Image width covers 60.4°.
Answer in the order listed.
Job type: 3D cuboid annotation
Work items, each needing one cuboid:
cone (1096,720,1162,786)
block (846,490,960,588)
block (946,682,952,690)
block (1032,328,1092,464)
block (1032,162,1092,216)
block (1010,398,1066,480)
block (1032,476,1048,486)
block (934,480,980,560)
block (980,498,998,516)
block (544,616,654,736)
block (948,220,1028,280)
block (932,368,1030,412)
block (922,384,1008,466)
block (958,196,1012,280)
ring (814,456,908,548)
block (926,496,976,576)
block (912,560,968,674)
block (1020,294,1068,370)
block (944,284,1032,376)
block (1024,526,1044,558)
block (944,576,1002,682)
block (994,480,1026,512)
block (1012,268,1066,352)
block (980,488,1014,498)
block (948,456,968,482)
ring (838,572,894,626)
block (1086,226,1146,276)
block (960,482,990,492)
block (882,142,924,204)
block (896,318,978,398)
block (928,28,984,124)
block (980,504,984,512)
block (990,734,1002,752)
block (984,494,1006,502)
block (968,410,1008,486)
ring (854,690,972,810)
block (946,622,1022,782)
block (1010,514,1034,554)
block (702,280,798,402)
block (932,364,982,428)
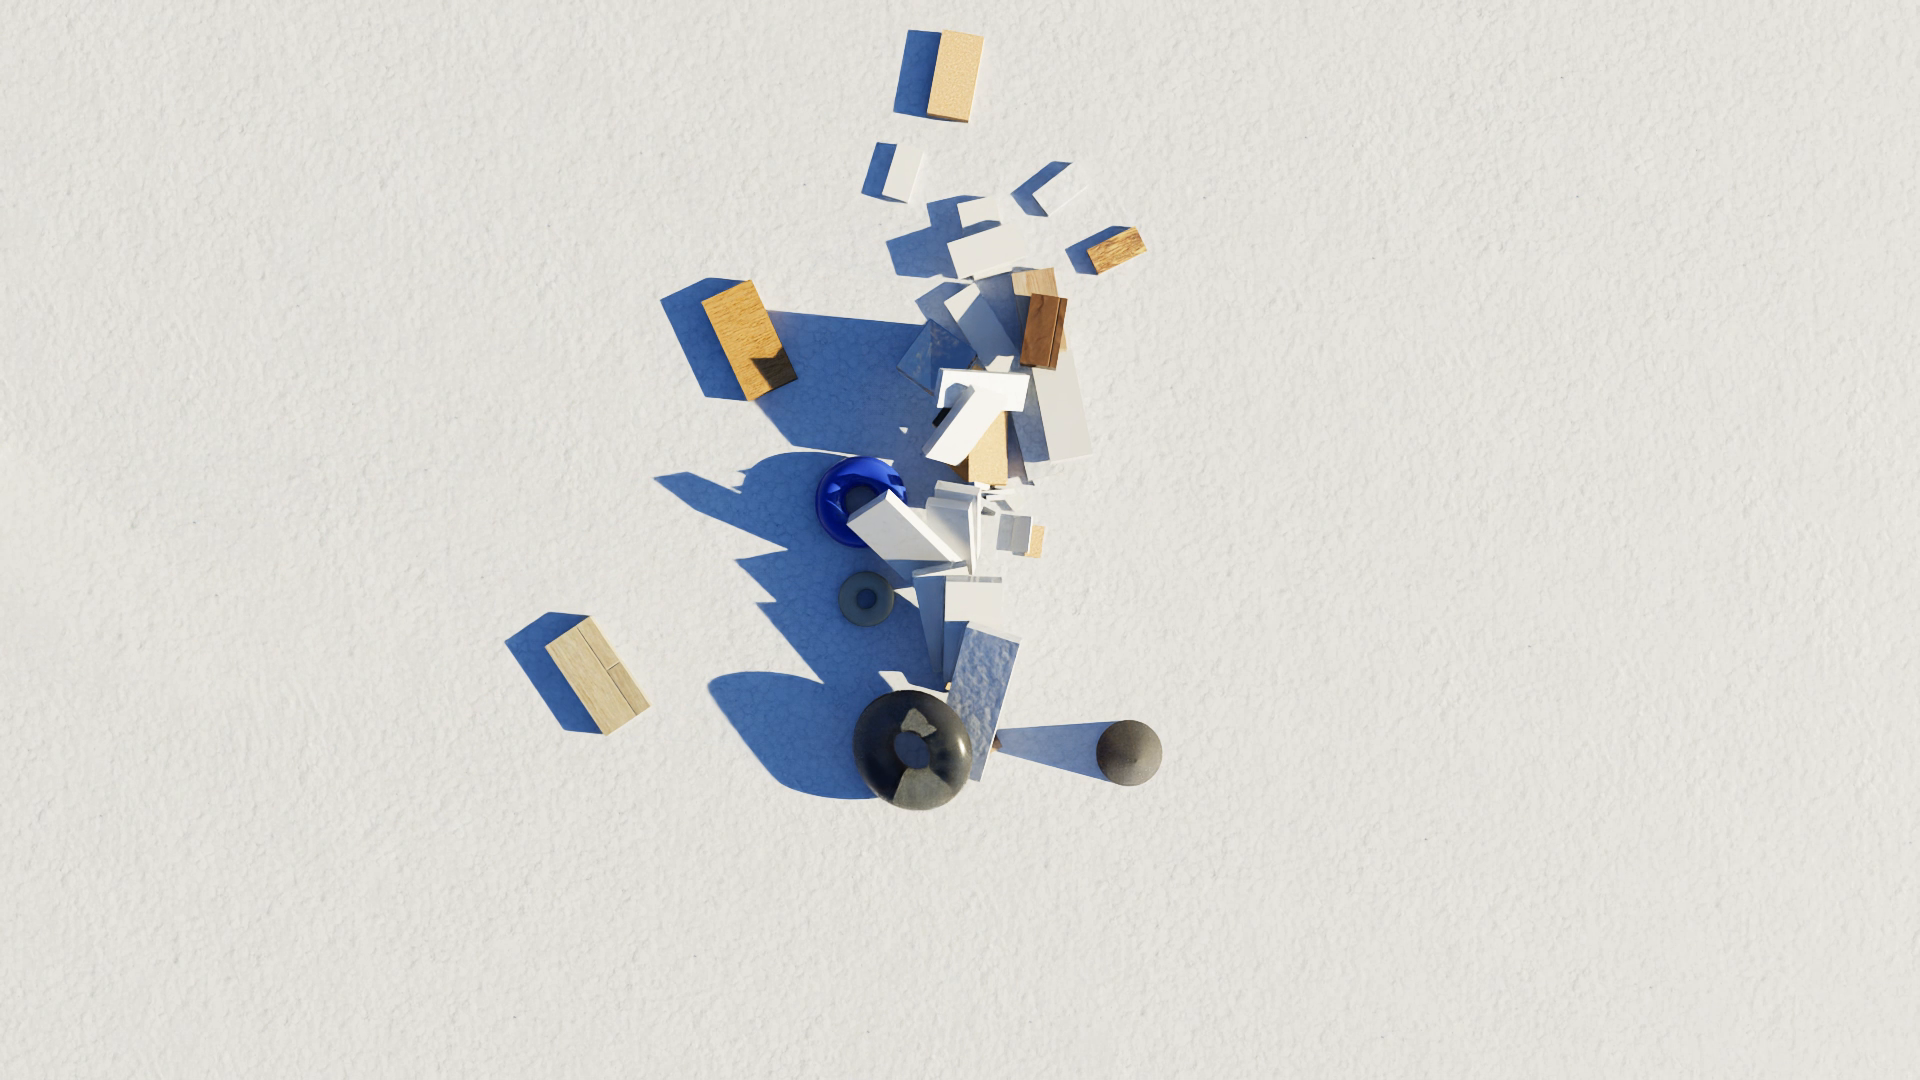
[{"bbox_3d":[0.565,0.711,5.389,0.222,0.222,0.222,0,90,0],"label":"cone"},{"bbox_3d":[-0.178,0.010,5.366,0.180,0.051,0.359,-32,116,31],"label":"block"},{"bbox_3d":[0.013,0.441,5.452,0.071,0.020,0.142,22,110,-14],"label":"block"},{"bbox_3d":[0.326,-0.477,5.443,0.141,0.040,0.438,-11,80,0],"label":"block"},{"bbox_3d":[0.338,-1.167,5.487,0.180,0.026,0.090,-38,90,0],"label":"block"},{"bbox_3d":[0.256,-0.336,5.470,0.127,0.036,0.255,-14,85,0],"label":"block"},{"bbox_3d":[0.249,-0.240,5.492,0.053,0.015,0.106,-27,90,0],"label":"block"},{"bbox_3d":[-0.007,-0.063,5.375,0.143,0.040,0.285,10,134,10],"label":"block"},{"bbox_3d":[0.087,-0.111,5.425,0.074,0.149,0.021,27,85,0],"label":"block"},{"bbox_3d":[-1.198,0.451,5.475,0.180,0.051,0.359,-34,90,0],"label":"block"},{"bbox_3d":[0.091,-0.957,5.447,0.240,0.034,0.120,-18,90,0],"label":"block"},{"bbox_3d":[0.069,-0.487,5.348,0.325,0.034,0.120,0,110,-31],"label":"block"},{"bbox_3d":[0.015,-0.371,5.346,0.285,0.143,0.040,-52,46,25],"label":"block"},{"bbox_3d":[0.081,-1.003,5.482,0.127,0.036,0.255,-13,90,0],"label":"block"},{"bbox_3d":[-0.326,-0.125,5.450,0.309,0.103,0.309,0,90,1],"label":"ring"},{"bbox_3d":[-0.029,-0.011,5.374,0.143,0.040,0.285,7,133,13],"label":"block"},{"bbox_3d":[-0.036,0.252,5.403,0.180,0.051,0.359,-11,114,0],"label":"block"},{"bbox_3d":[0.275,-0.681,5.401,0.120,0.034,0.240,9,80,4],"label":"block"},{"bbox_3d":[0.094,-0.669,5.483,0.120,0.034,0.361,-33,90,0],"label":"block"},{"bbox_3d":[0.249,0.005,5.492,0.053,0.015,0.106,8,90,0],"label":"block"},{"bbox_3d":[0.040,0.292,5.351,0.180,0.051,0.359,2,112,-1],"label":"block"},{"bbox_3d":[0.169,-0.152,5.492,0.053,0.015,0.106,-39,90,0],"label":"block"},{"bbox_3d":[0.261,-0.752,5.453,0.141,0.040,0.282,-9,79,0],"label":"block"},{"bbox_3d":[0.115,-0.154,5.442,0.121,0.060,0.017,-5,89,-12],"label":"block"},{"bbox_3d":[0.021,-0.273,5.483,0.239,0.034,0.120,43,90,0],"label":"block"},{"bbox_3d":[-0.311,0.196,5.470,0.185,0.062,0.185,0,89,-1],"label":"ring"},{"bbox_3d":[0.521,-0.962,5.487,0.180,0.026,0.090,-26,90,0],"label":"block"},{"bbox_3d":[0.038,-0.171,5.387,0.074,0.148,0.021,-6,85,19],"label":"block"},{"bbox_3d":[-0.189,-1.221,5.487,0.090,0.026,0.180,17,90,0],"label":"block"},{"bbox_3d":[-0.075,-0.583,5.405,0.189,0.189,0.189,36,90,0],"label":"block"},{"bbox_3d":[-0.014,-1.541,5.480,0.141,0.040,0.282,11,90,0],"label":"block"},{"bbox_3d":[0.036,-0.112,5.425,0.074,0.148,0.021,26,85,0],"label":"block"},{"bbox_3d":[0.077,0.641,5.490,0.071,0.020,0.142,-28,90,0],"label":"block"},{"bbox_3d":[0.109,-0.137,5.436,0.060,0.121,0.017,-6,89,-7],"label":"block"},{"bbox_3d":[0.091,-0.334,5.454,0.127,0.036,0.303,1,82,-7],"label":"block"},{"bbox_3d":[-0.157,0.687,5.378,0.414,0.138,0.414,6,106,20],"label":"ring"},{"bbox_3d":[0.049,0.530,5.371,0.180,0.051,0.521,18,112,7],"label":"block"},{"bbox_3d":[0.205,-0.020,5.482,0.060,0.017,0.121,6,90,18],"label":"block"},{"bbox_3d":[-0.697,-0.662,5.475,0.180,0.051,0.359,-25,90,0],"label":"block"},{"bbox_3d":[-0.007,-0.469,5.440,0.034,0.120,0.239,36,90,0],"label":"block"}]
